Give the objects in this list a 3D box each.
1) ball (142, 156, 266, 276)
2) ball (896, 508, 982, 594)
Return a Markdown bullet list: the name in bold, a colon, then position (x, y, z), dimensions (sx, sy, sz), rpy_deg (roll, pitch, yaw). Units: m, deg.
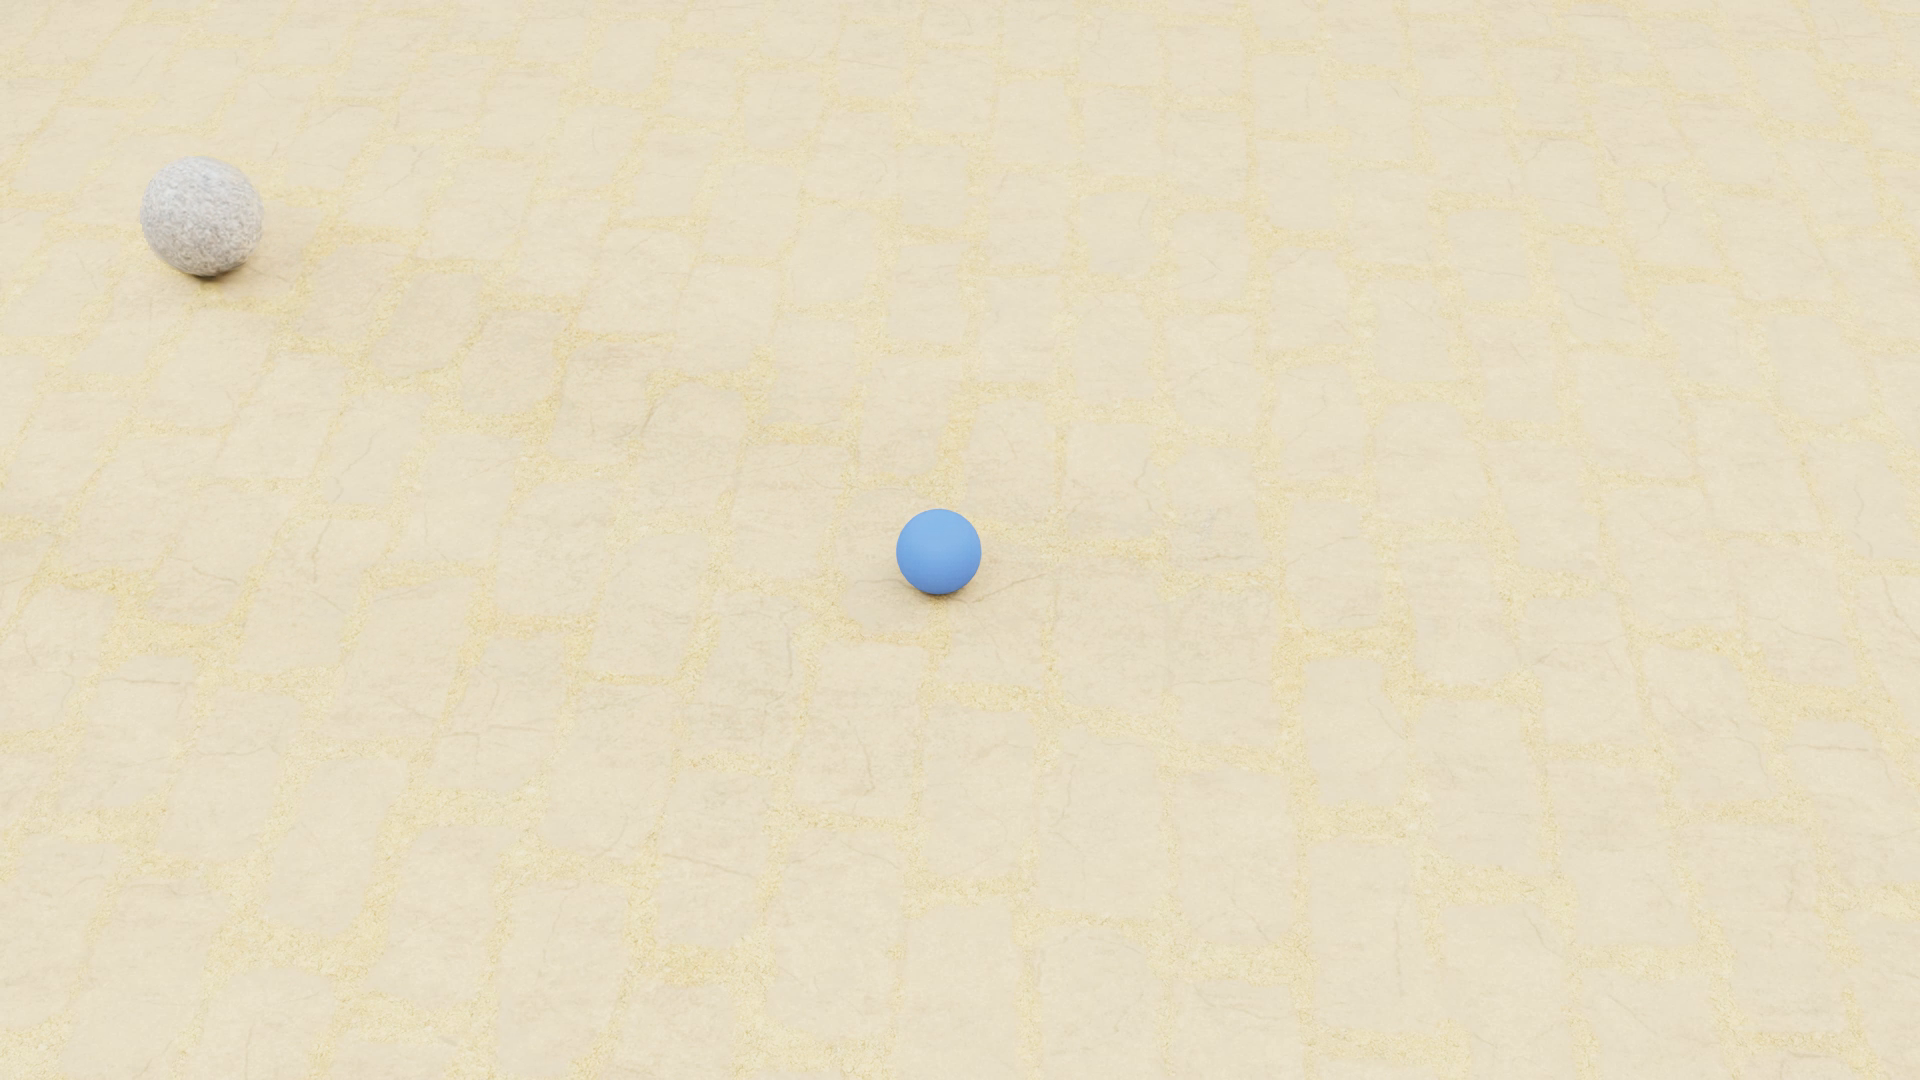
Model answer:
- **ball**: position (-0.564, -0.242, 1.915), dimensions (0.088, 0.088, 0.088), rpy_deg (0, 36, 0)
- **ball**: position (-0.013, 0.007, 1.605), dimensions (0.054, 0.054, 0.054), rpy_deg (0, 36, 0)
